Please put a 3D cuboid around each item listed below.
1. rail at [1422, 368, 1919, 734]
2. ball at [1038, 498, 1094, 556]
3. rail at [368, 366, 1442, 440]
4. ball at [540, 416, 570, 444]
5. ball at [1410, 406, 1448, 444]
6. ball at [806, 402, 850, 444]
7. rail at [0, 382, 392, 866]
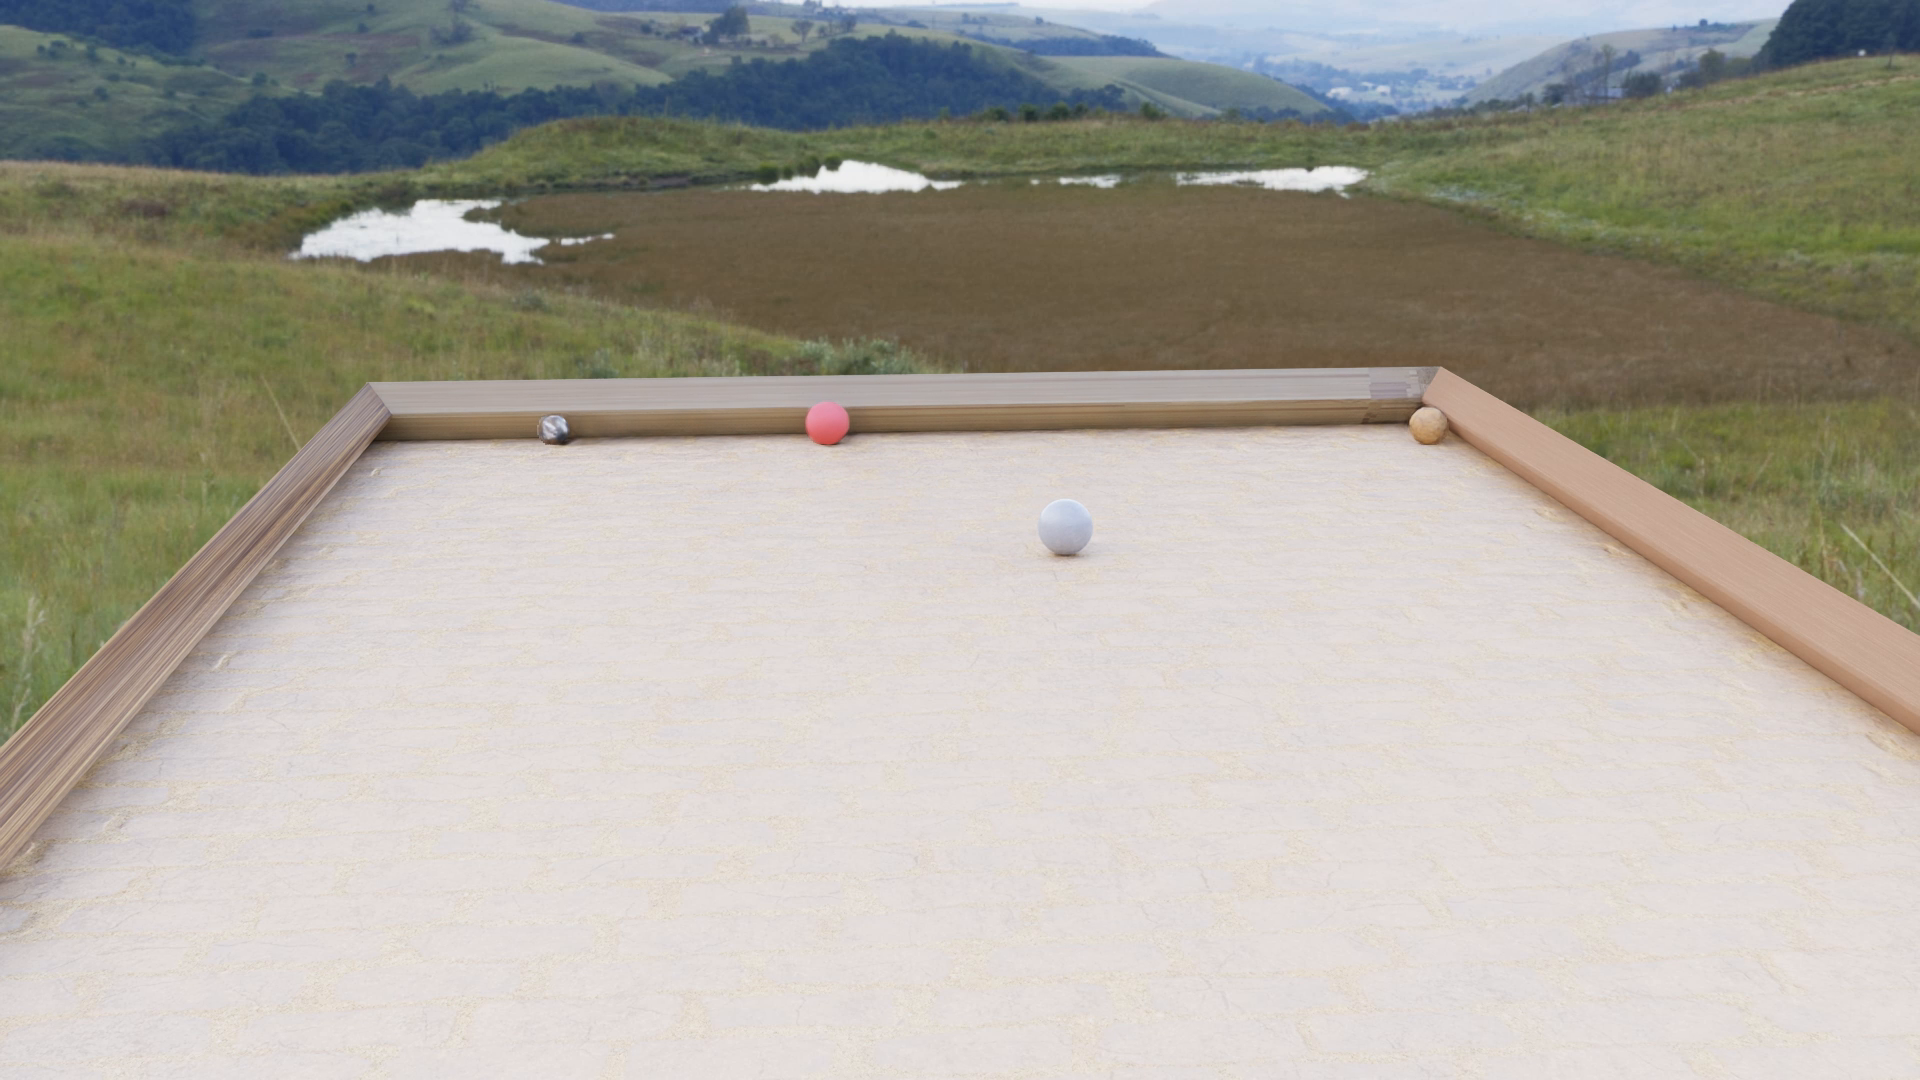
[{"bbox_3d":[0.965,0.182,2.098,0.045,0.098,3.576,-1,14,-5],"label":"rail"},{"bbox_3d":[0.141,-0.018,2.941,0.075,0.075,0.075,0,14,0],"label":"ball"},{"bbox_3d":[-0.074,-0.228,3.729,1.831,0.098,0.045,-1,14,-5],"label":"rail"},{"bbox_3d":[-0.673,-0.183,3.651,0.049,0.049,0.049,0,14,0],"label":"ball"},{"bbox_3d":[0.778,-0.190,3.653,0.063,0.063,0.063,0,14,0],"label":"ball"},{"bbox_3d":[-0.219,-0.195,3.652,0.072,0.072,0.072,0,14,0],"label":"ball"},{"bbox_3d":[-0.812,0.219,1.950,0.045,0.098,3.576,-1,14,-5],"label":"rail"}]
